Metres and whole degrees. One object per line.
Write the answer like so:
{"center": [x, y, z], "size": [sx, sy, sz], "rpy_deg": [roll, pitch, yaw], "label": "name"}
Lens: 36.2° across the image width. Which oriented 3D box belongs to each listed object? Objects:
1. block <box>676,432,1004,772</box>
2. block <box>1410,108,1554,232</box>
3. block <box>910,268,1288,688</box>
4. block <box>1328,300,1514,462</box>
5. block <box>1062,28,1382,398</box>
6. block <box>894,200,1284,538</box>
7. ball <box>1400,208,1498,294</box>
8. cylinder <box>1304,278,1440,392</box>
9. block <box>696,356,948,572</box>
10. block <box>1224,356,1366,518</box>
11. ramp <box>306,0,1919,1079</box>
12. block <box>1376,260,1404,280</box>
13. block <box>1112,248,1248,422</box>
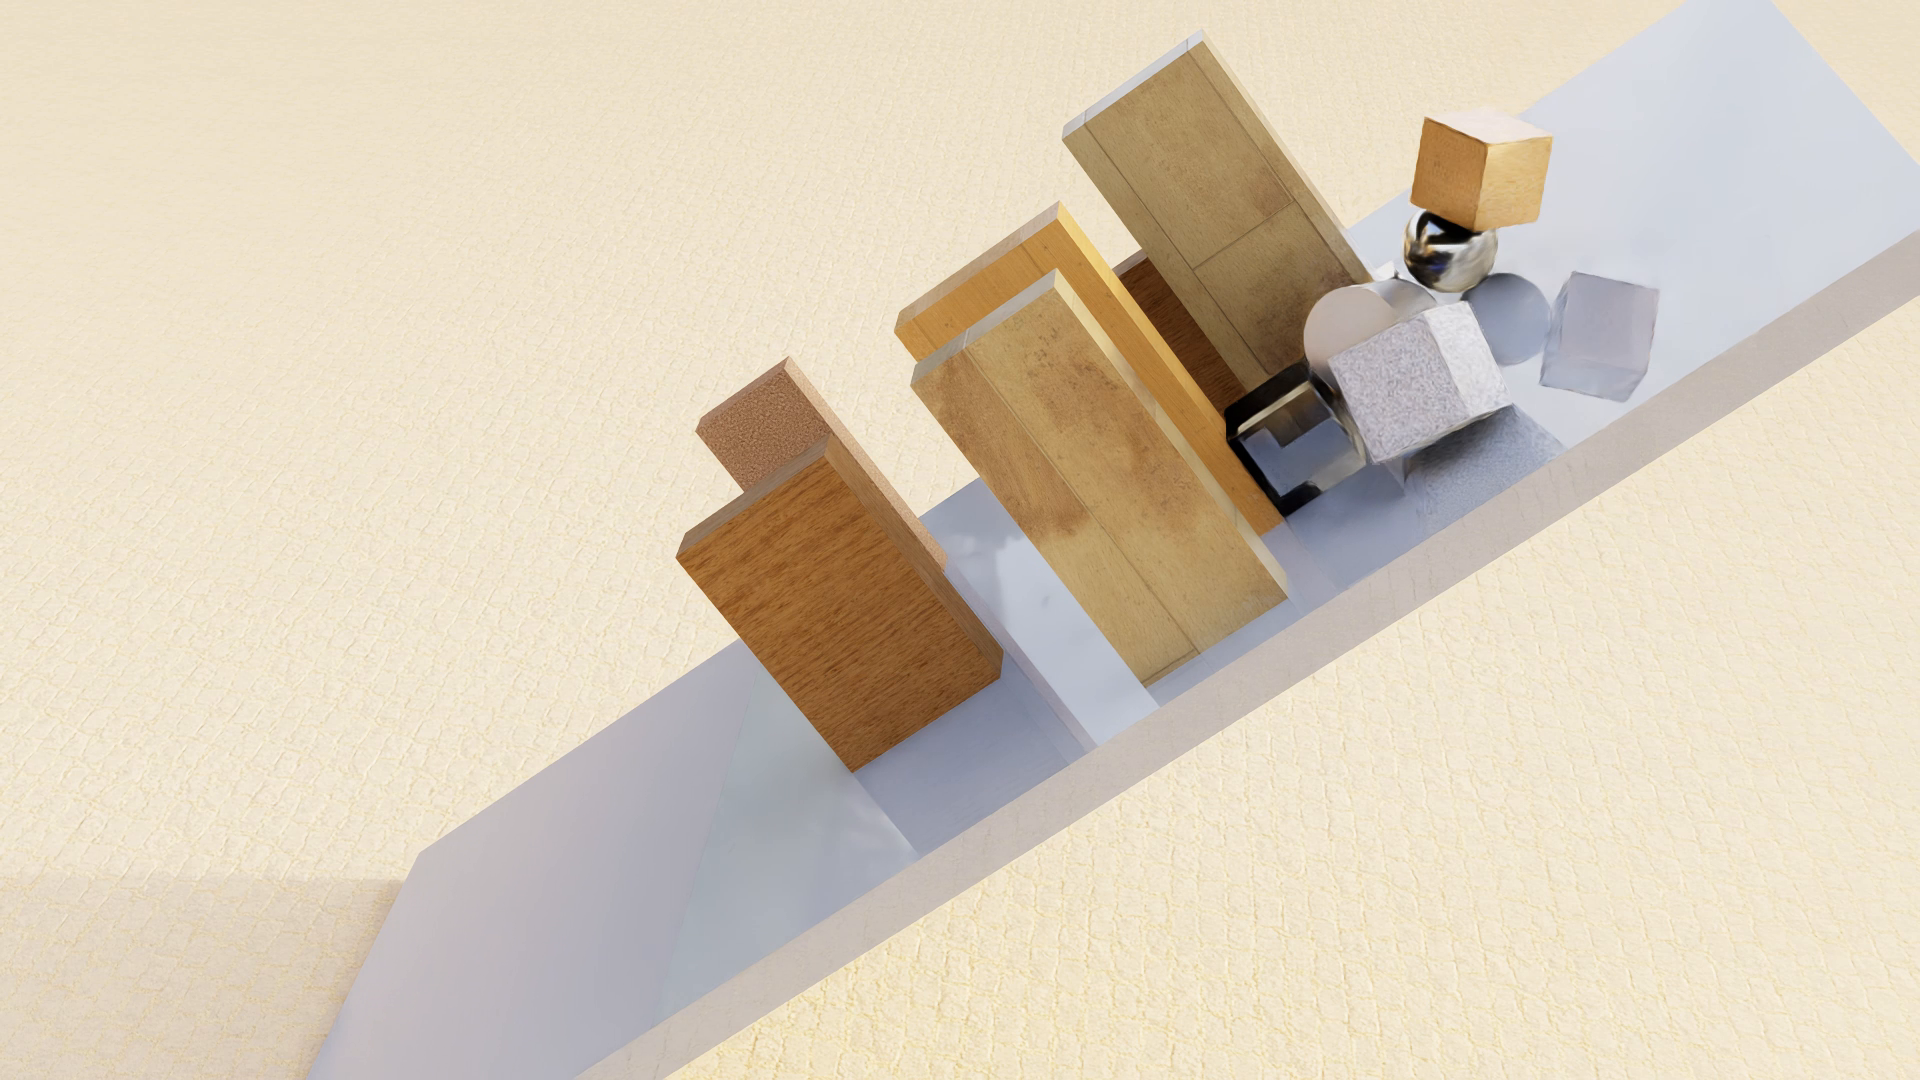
{"center": [-0.241, 0.132, 5.987], "size": [0.379, 0.587, 0.134], "rpy_deg": [-34, 16, 16], "label": "block"}
{"center": [1.043, -0.743, 5.885], "size": [0.182, 0.182, 0.182], "rpy_deg": [-12, 31, -34], "label": "block"}
{"center": [0.255, -0.106, 5.303], "size": [0.316, 0.719, 0.114], "rpy_deg": [-34, 16, 16], "label": "block"}
{"center": [0.839, -0.289, 5.349], "size": [0.207, 0.207, 0.207], "rpy_deg": [-27, -5, 33], "label": "block"}
{"center": [0.571, -0.617, 5.959], "size": [0.342, 0.769, 0.114], "rpy_deg": [-34, 16, 16], "label": "block"}
{"center": [0.252, -0.238, 5.652], "size": [0.381, 0.739, 0.126], "rpy_deg": [-34, 16, 16], "label": "block"}
{"center": [1.003, -0.604, 6.027], "size": [0.197, 0.197, 0.197], "rpy_deg": [0, 22, 0], "label": "ball"}
{"center": [0.809, -0.398, 5.730], "size": [0.207, 0.207, 0.207], "rpy_deg": [14, 15, 30], "label": "cylinder"}
{"center": [-0.317, -0.106, 6.801], "size": [0.260, 0.606, 0.095], "rpy_deg": [-34, 16, 16], "label": "block"}
{"center": [0.647, -0.200, 5.687], "size": [0.191, 0.191, 0.191], "rpy_deg": [-34, 16, 15], "label": "block"}
{"center": [0.131, 0.177, 6.317], "size": [4.000, 0.100, 2.000], "rpy_deg": [-34, 16, 16], "label": "ramp"}
{"center": [0.888, -0.495, 6.141], "size": [0.109, 0.109, 0.109], "rpy_deg": [-34, 16, 15], "label": "block"}
{"center": [0.477, -0.415, 6.238], "size": [0.408, 0.428, 0.095], "rpy_deg": [-34, 16, 16], "label": "block"}
